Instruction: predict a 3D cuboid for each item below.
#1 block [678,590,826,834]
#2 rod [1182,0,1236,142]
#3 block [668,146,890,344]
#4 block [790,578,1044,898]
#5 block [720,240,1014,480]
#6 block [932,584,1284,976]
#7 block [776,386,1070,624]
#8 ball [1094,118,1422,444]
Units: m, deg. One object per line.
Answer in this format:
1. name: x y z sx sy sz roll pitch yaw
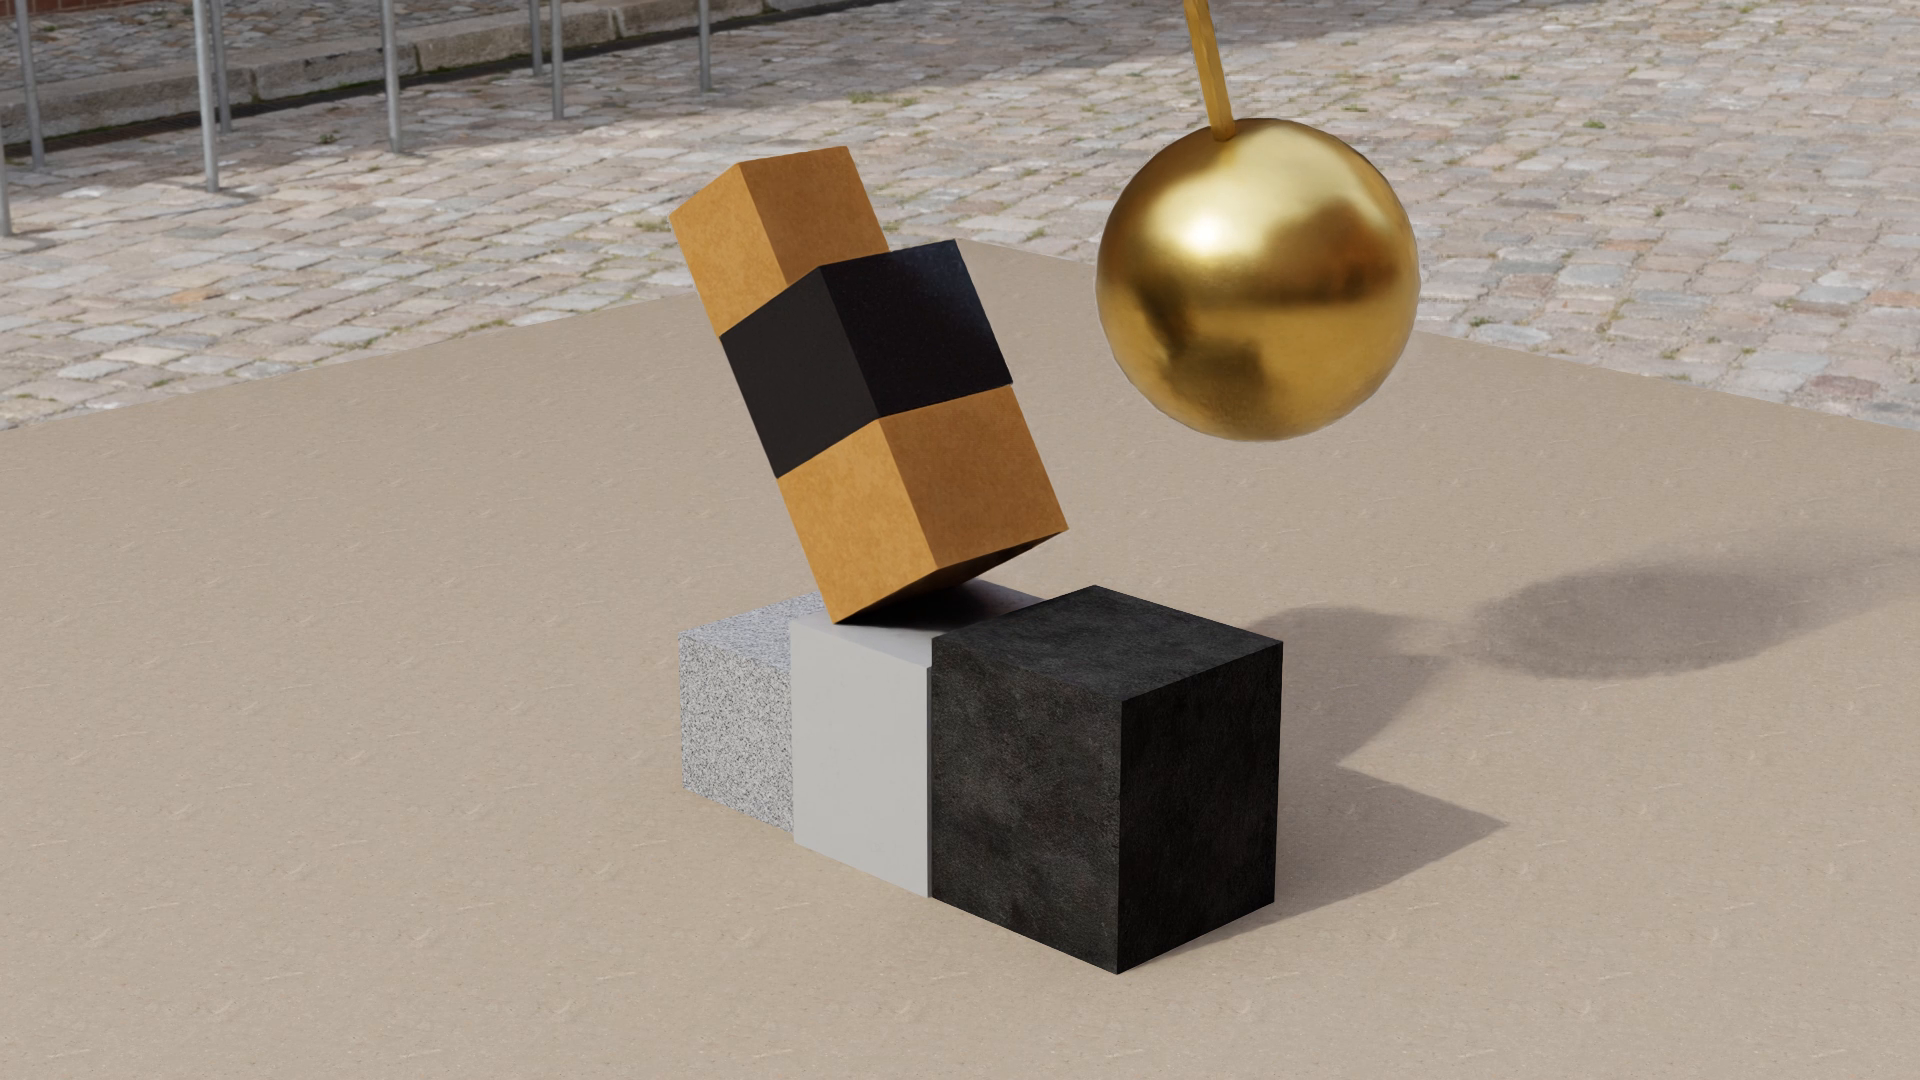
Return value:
1. block: -0.709 0.825 14.368 0.982 0.811 0.879 -17 24 -42
2. rod: 0.636 -4.072 12.728 0.080 5.200 0.080 17 44 42
3. block: -0.833 -1.396 13.827 0.688 0.660 0.594 -16 -8 -43
4. block: -0.092 0.881 13.700 1.054 1.104 0.898 -17 24 -42
5. block: -0.436 -0.834 13.564 0.848 0.729 0.827 -17 -8 -42
6. block: 0.644 1.028 13.008 1.054 1.239 1.119 -17 24 -42
7. block: -0.174 -0.163 13.457 0.842 0.718 0.807 -17 -8 -42
8. ball: 1.467 -1.278 14.478 1.600 1.600 1.600 0 17 0
